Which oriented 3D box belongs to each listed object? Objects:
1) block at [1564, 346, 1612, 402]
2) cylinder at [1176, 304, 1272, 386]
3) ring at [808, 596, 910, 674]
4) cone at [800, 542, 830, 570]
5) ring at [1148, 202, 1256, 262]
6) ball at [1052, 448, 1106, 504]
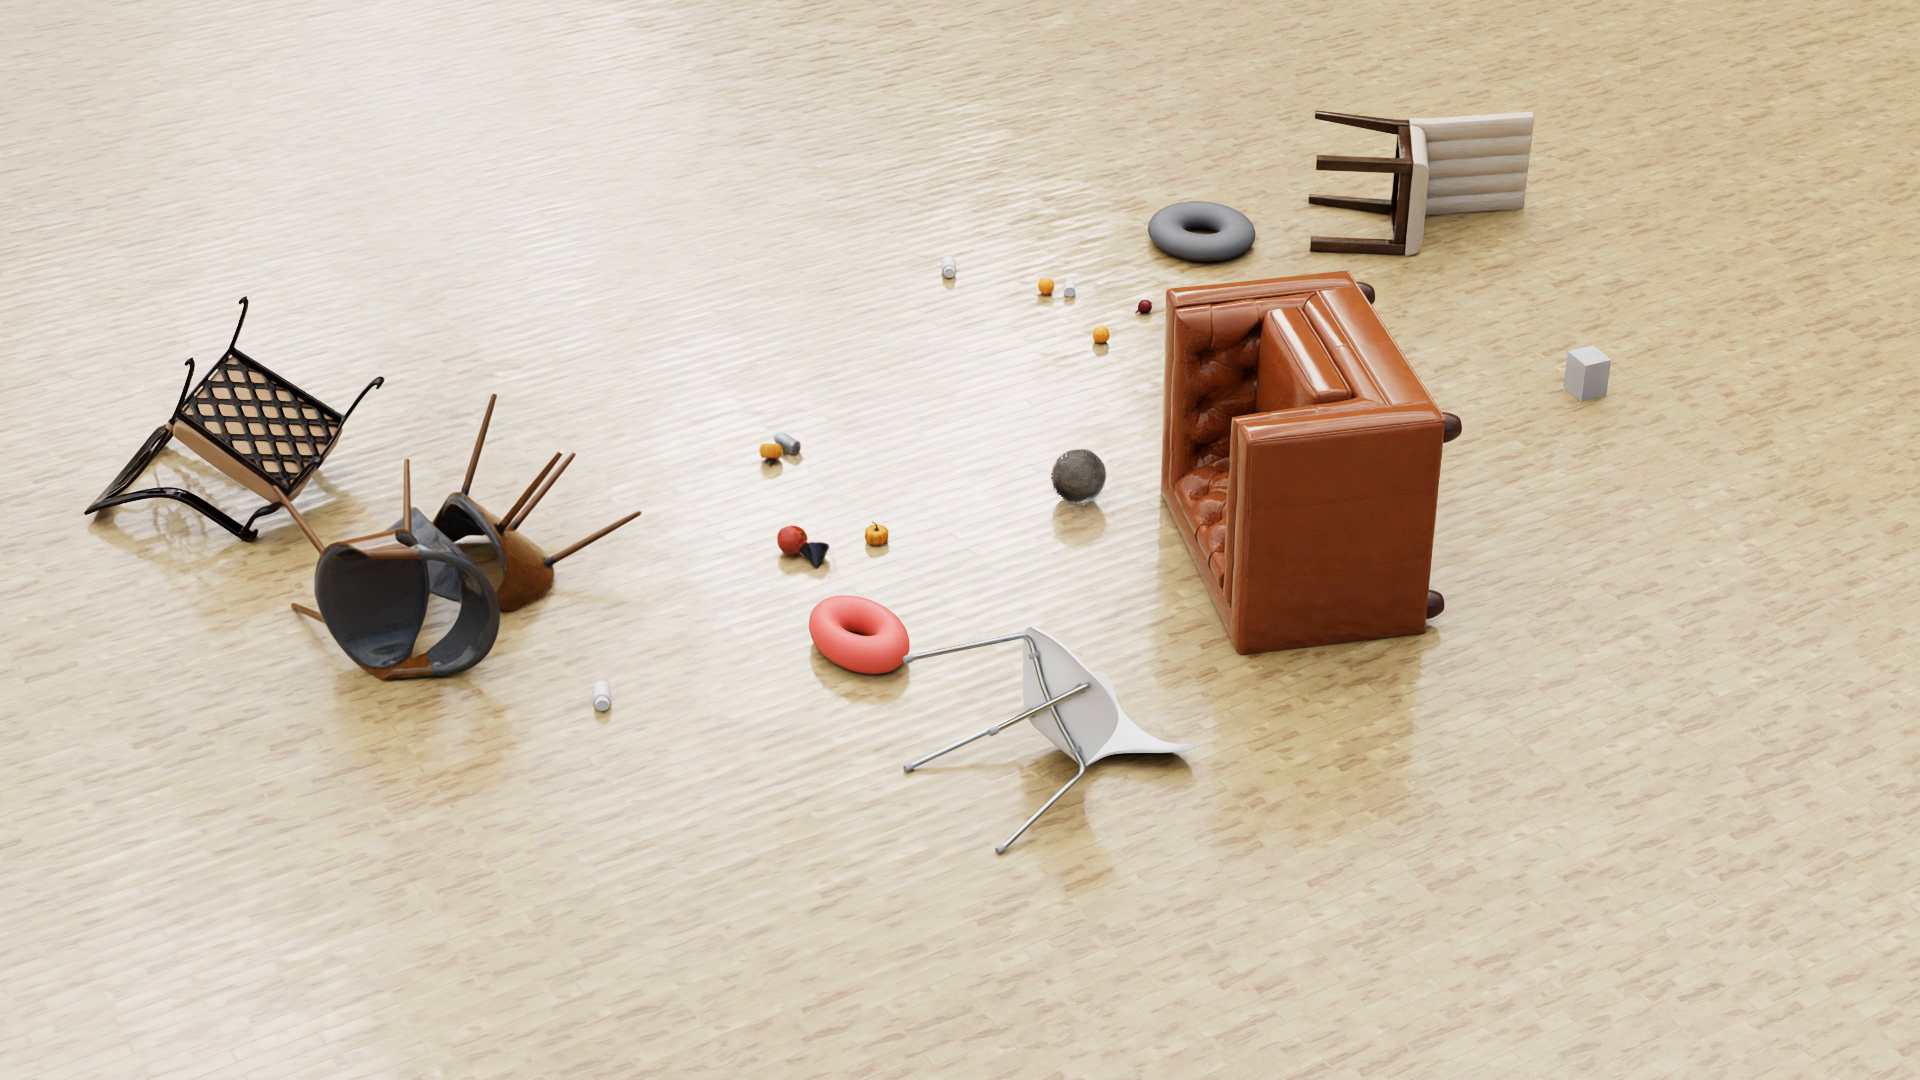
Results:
[{"bbox_3d":[2.527,-0.672,11.814,0.120,0.165,0.129,-14,36,-20],"label":"block"},{"bbox_3d":[1.072,-0.794,11.917,0.278,0.256,0.276,25,25,33],"label":"cylinder"},{"bbox_3d":[-0.355,0.332,10.320,0.300,0.136,0.426,-25,41,-34],"label":"ring"},{"bbox_3d":[-0.530,0.070,10.801,0.110,0.093,0.092,-8,61,3],"label":"cone"},{"bbox_3d":[1.064,-1.360,12.912,0.483,0.108,0.452,23,41,30],"label":"ring"},{"bbox_3d":[0.451,-0.244,11.125,0.209,0.209,0.209,0,33,0],"label":"ball"}]
